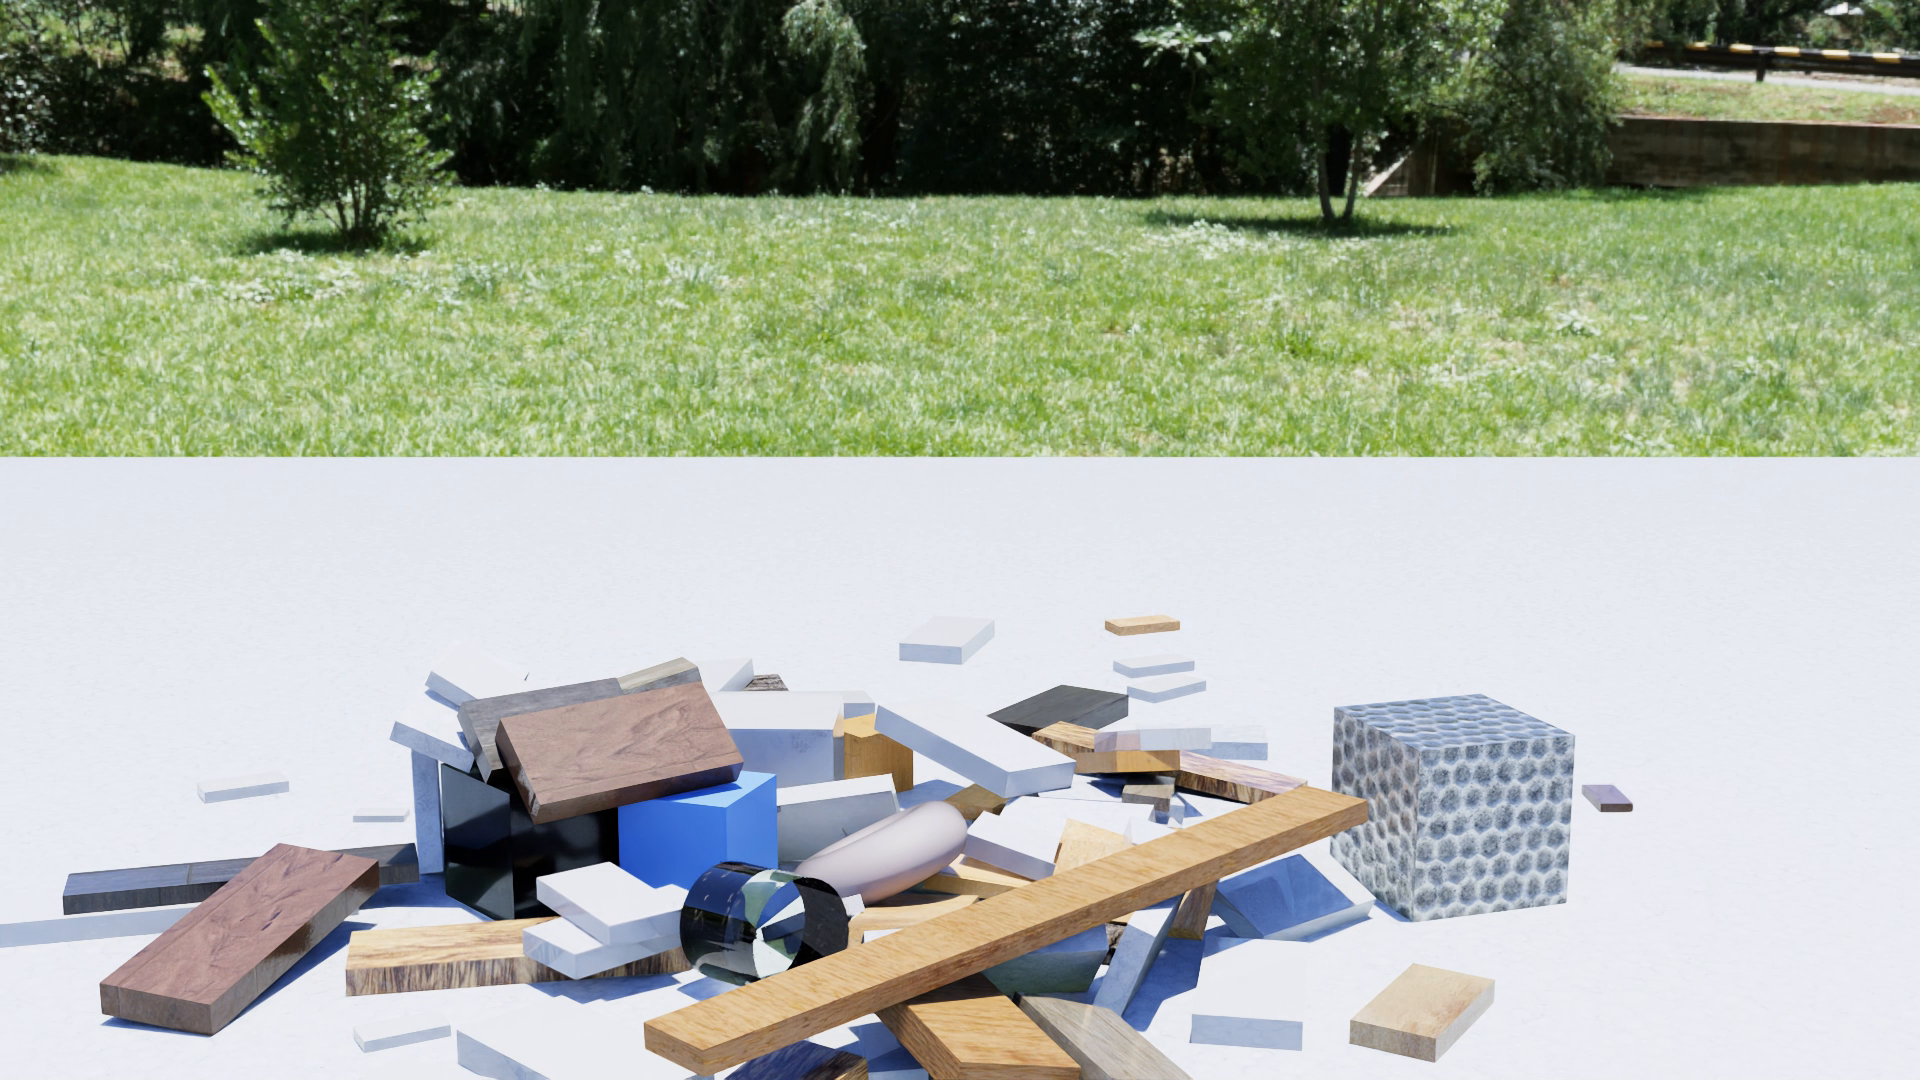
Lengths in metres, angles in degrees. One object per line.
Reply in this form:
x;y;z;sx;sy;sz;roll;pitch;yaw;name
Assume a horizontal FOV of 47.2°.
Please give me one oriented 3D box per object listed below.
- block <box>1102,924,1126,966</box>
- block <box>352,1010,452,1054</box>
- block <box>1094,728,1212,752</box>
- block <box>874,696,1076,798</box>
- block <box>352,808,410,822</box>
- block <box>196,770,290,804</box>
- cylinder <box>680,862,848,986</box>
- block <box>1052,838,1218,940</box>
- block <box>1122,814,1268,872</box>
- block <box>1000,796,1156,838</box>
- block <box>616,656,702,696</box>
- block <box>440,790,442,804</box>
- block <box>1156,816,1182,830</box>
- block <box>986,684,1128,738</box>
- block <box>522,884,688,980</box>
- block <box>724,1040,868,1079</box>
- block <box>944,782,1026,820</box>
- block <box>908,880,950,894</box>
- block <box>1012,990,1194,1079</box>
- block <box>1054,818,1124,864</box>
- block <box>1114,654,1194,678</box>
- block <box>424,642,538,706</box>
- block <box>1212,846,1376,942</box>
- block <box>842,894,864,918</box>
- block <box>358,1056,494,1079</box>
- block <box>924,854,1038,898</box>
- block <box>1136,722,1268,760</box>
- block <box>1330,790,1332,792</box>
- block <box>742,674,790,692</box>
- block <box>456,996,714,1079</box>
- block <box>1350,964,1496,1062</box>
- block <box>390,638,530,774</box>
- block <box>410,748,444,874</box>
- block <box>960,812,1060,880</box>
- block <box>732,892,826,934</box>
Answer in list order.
0.163;0.621;3.423;0.203;0.029;0.102;3;11;18;block
-0.783;0.689;3.086;0.122;0.017;0.061;-6;12;-29;block
0.363;0.381;4.176;0.138;0.039;0.276;0;-6;-14;block
0.025;0.383;4.108;0.178;0.050;0.356;-3;19;-45;block
-1.070;0.509;4.068;0.094;0.013;0.047;0;11;-1;block
-1.378;0.475;4.228;0.157;0.022;0.078;-6;12;-29;block
-0.288;0.572;3.233;0.177;0.177;0.177;-10;8;-42;cylinder
0.272;0.553;3.488;0.265;0.132;0.037;1;-34;29;block
0.400;0.535;3.616;0.265;0.037;0.132;20;13;-1;block
0.199;0.510;3.873;0.266;0.038;0.133;1;26;19;block
-0.720;0.330;4.715;0.312;0.044;0.156;-18;11;-17;block
-0.932;0.495;4.054;0.094;0.047;0.013;9;14;39;block
0.324;0.514;3.964;0.141;0.020;0.071;6;7;-10;block
0.204;0.377;4.685;0.169;0.048;0.338;7;12;32;block
-0.505;0.590;3.324;0.276;0.039;0.138;-11;16;-43;block
-0.251;0.718;2.766;0.137;0.039;0.274;7;21;33;block
0.062;0.486;4.151;0.103;0.029;0.206;6;12;27;block
-0.088;0.562;3.743;0.203;0.029;0.102;6;12;29;block
0.193;0.685;2.913;0.153;0.043;0.306;16;4;-24;block
0.294;0.538;3.656;0.266;0.038;0.133;17;12;5;block
0.457;0.296;5.185;0.172;0.024;0.086;-5;12;-26;block
-0.767;0.264;3.672;0.225;0.032;0.113;31;26;1;block
0.527;0.573;3.513;0.265;0.037;0.132;-9;39;-39;block
-0.234;0.587;3.388;0.092;0.026;0.184;-8;-15;-37;block
-0.697;0.722;2.890;0.173;0.024;0.086;5;12;26;block
0.045;0.561;3.645;0.203;0.029;0.102;9;14;0;block
0.494;0.413;4.516;0.266;0.038;0.133;1;11;5;block
0.822;0.479;4.146;0.155;0.044;0.310;7;13;35;block
-0.442;0.341;4.929;0.103;0.029;0.206;-3;11;-13;block
-0.503;0.701;2.936;0.172;0.049;0.345;-10;15;-44;block
0.661;0.671;3.135;0.125;0.035;0.249;6;12;31;block
-0.834;0.274;3.681;0.140;0.040;0.280;23;27;-3;block
-0.906;0.421;3.737;0.040;0.280;0.140;-4;-4;-12;block
0.144;0.532;3.677;0.266;0.038;0.133;18;13;11;block
-0.284;0.585;3.440;0.081;0.023;0.163;-7;-14;-34;block
